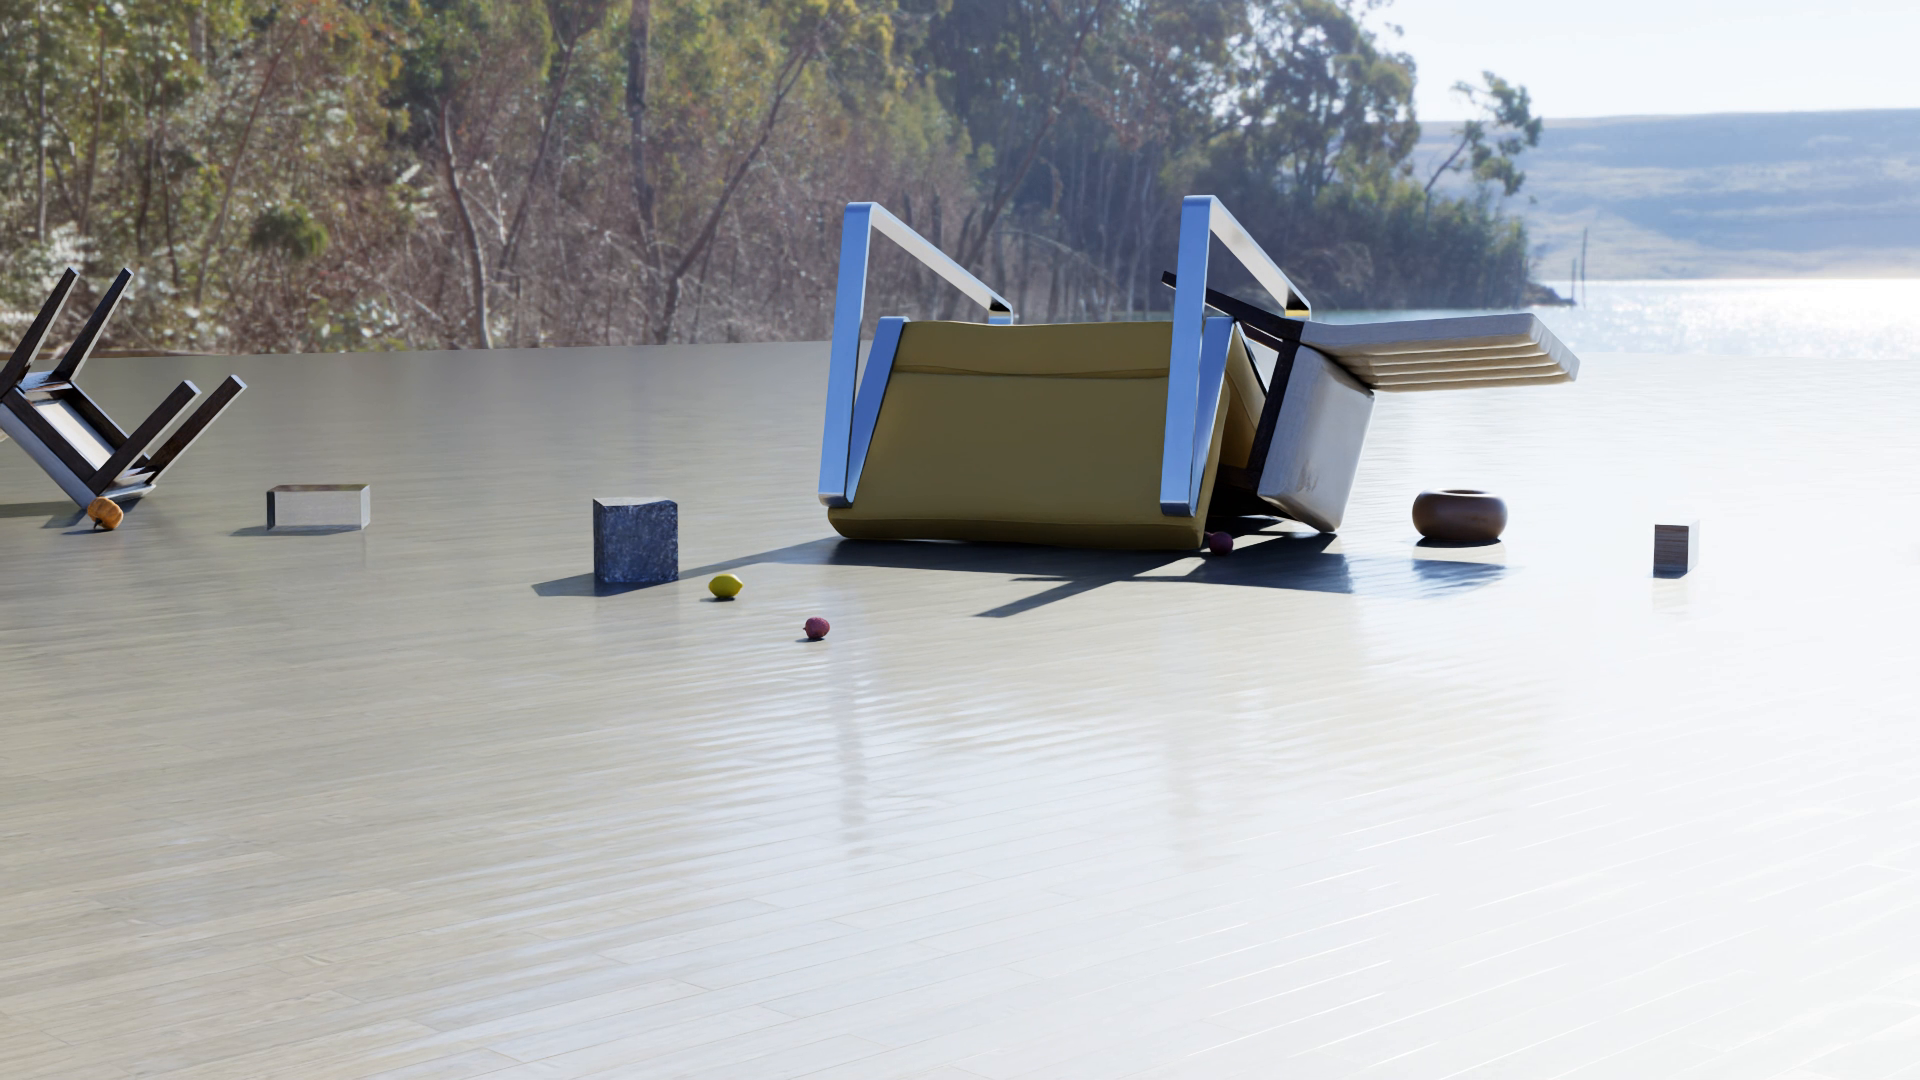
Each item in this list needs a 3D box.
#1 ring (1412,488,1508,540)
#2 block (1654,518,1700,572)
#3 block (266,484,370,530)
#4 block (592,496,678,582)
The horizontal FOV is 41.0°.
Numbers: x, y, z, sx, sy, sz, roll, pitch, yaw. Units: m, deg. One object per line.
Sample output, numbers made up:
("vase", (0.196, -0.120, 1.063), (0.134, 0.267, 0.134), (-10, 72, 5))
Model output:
("ring", (1.260, -0.064, 6.469), (0.242, 0.118, 0.231), (0, 7, -14))
("block", (1.624, 0.010, 5.815), (0.076, 0.103, 0.163), (3, 6, 24))
("block", (-1.687, -0.087, 6.758), (0.239, 0.101, 0.221), (-1, 6, -7))
("block", (-0.713, -0.003, 5.633), (0.159, 0.166, 0.203), (-2, 6, -15))
